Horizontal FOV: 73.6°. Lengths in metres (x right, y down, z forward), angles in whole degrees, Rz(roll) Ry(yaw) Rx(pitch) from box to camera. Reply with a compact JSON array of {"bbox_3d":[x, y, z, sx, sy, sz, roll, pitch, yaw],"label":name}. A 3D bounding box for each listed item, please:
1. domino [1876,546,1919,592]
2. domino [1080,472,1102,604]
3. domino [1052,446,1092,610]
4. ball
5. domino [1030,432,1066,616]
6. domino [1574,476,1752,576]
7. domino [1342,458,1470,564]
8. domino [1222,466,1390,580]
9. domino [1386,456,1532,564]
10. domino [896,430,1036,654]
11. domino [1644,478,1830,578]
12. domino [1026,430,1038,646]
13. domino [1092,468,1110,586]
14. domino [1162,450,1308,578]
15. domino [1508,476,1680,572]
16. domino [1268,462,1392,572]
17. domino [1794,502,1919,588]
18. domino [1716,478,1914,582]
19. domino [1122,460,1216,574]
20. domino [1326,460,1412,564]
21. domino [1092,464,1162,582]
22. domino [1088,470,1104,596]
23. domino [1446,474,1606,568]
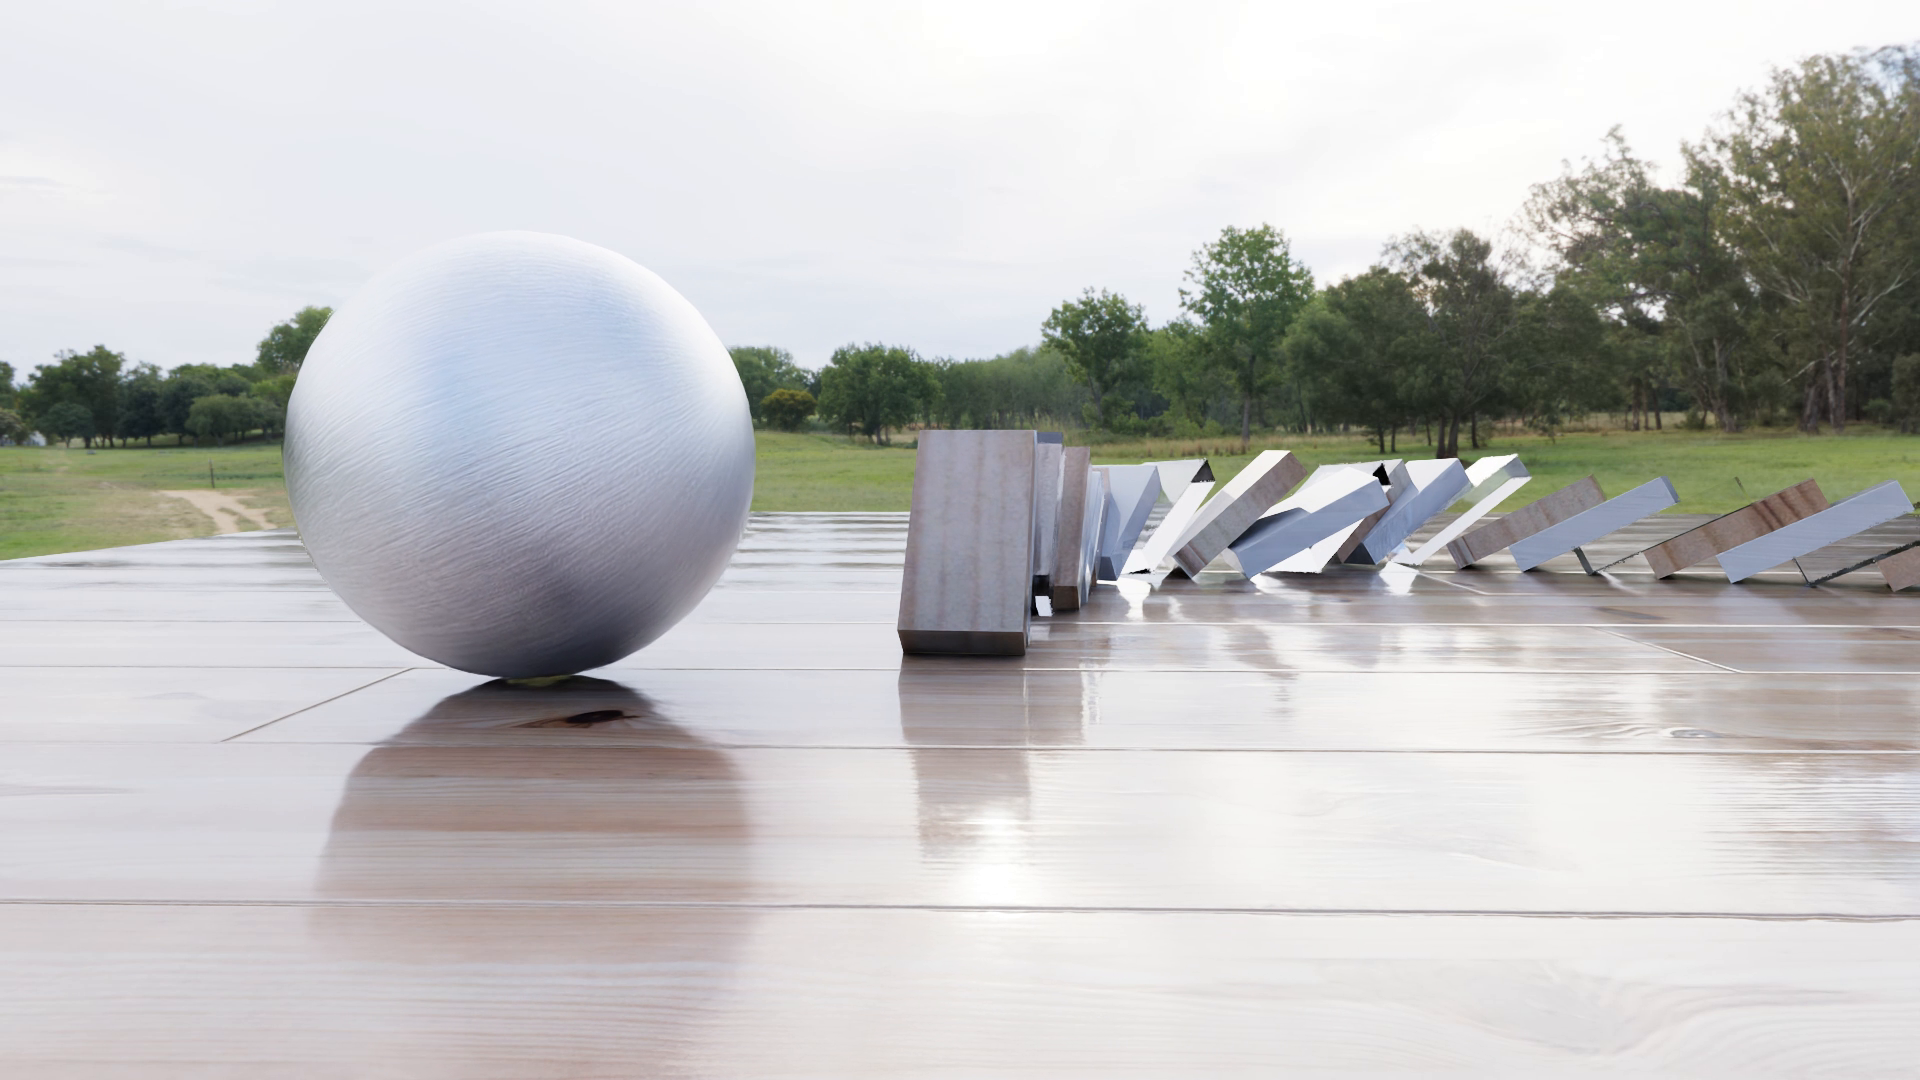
[{"bbox_3d":[0.292,-0.001,0.368,0.050,0.009,0.025,-30,-13,31],"label":"domino"},{"bbox_3d":[0.025,-0.002,0.360,0.025,0.010,0.050,1,36,11],"label":"domino"},{"bbox_3d":[0.021,-0.004,0.343,0.025,0.009,0.050,1,48,11],"label":"domino"},{"bbox_3d":[-0.077,-0.015,0.232,0.080,0.080,0.080,0,4,0],"label":"ball"},{"bbox_3d":[0.013,-0.005,0.329,0.025,0.050,0.009,1,-33,11],"label":"domino"},{"bbox_3d":[0.226,-0.005,0.413,0.050,0.009,0.025,-31,-13,31],"label":"domino"},{"bbox_3d":[0.154,-0.010,0.455,0.050,0.009,0.025,-38,14,-17],"label":"domino"},{"bbox_3d":[0.109,-0.006,0.413,0.050,0.009,0.025,-28,12,1],"label":"domino"},{"bbox_3d":[0.174,-0.011,0.453,0.050,0.010,0.025,-37,4,-2],"label":"domino"},{"bbox_3d":[0.002,0.000,0.270,0.025,0.050,0.010,1,-33,7],"label":"domino"},{"bbox_3d":[0.243,-0.004,0.401,0.050,0.009,0.025,-31,-13,31],"label":"domino"},{"bbox_3d":[0.004,-0.001,0.282,0.025,0.050,0.009,1,-33,7],"label":"domino"},{"bbox_3d":[0.032,-0.005,0.397,0.025,0.009,0.050,0,36,13],"label":"domino"},{"bbox_3d":[0.087,-0.009,0.417,0.050,0.009,0.025,-42,6,-1],"label":"domino"},{"bbox_3d":[0.210,-0.005,0.425,0.050,0.009,0.025,-31,-13,31],"label":"domino"},{"bbox_3d":[0.122,-0.008,0.434,0.050,0.009,0.025,-42,25,-31],"label":"domino"},{"bbox_3d":[0.275,-0.002,0.379,0.050,0.010,0.025,-30,-13,31],"label":"domino"},{"bbox_3d":[0.259,-0.003,0.390,0.050,0.009,0.025,-30,-13,31],"label":"domino"},{"bbox_3d":[0.063,-0.008,0.427,0.025,0.009,0.050,-1,37,42],"label":"domino"},{"bbox_3d":[0.135,-0.010,0.451,0.050,0.009,0.025,-42,21,-30],"label":"domino"},{"bbox_3d":[0.045,-0.006,0.414,0.025,0.009,0.050,1,37,28],"label":"domino"},{"bbox_3d":[0.028,-0.003,0.379,0.025,0.009,0.050,1,36,12],"label":"domino"},{"bbox_3d":[0.193,-0.006,0.437,0.050,0.009,0.025,-30,-10,26],"label":"domino"}]
